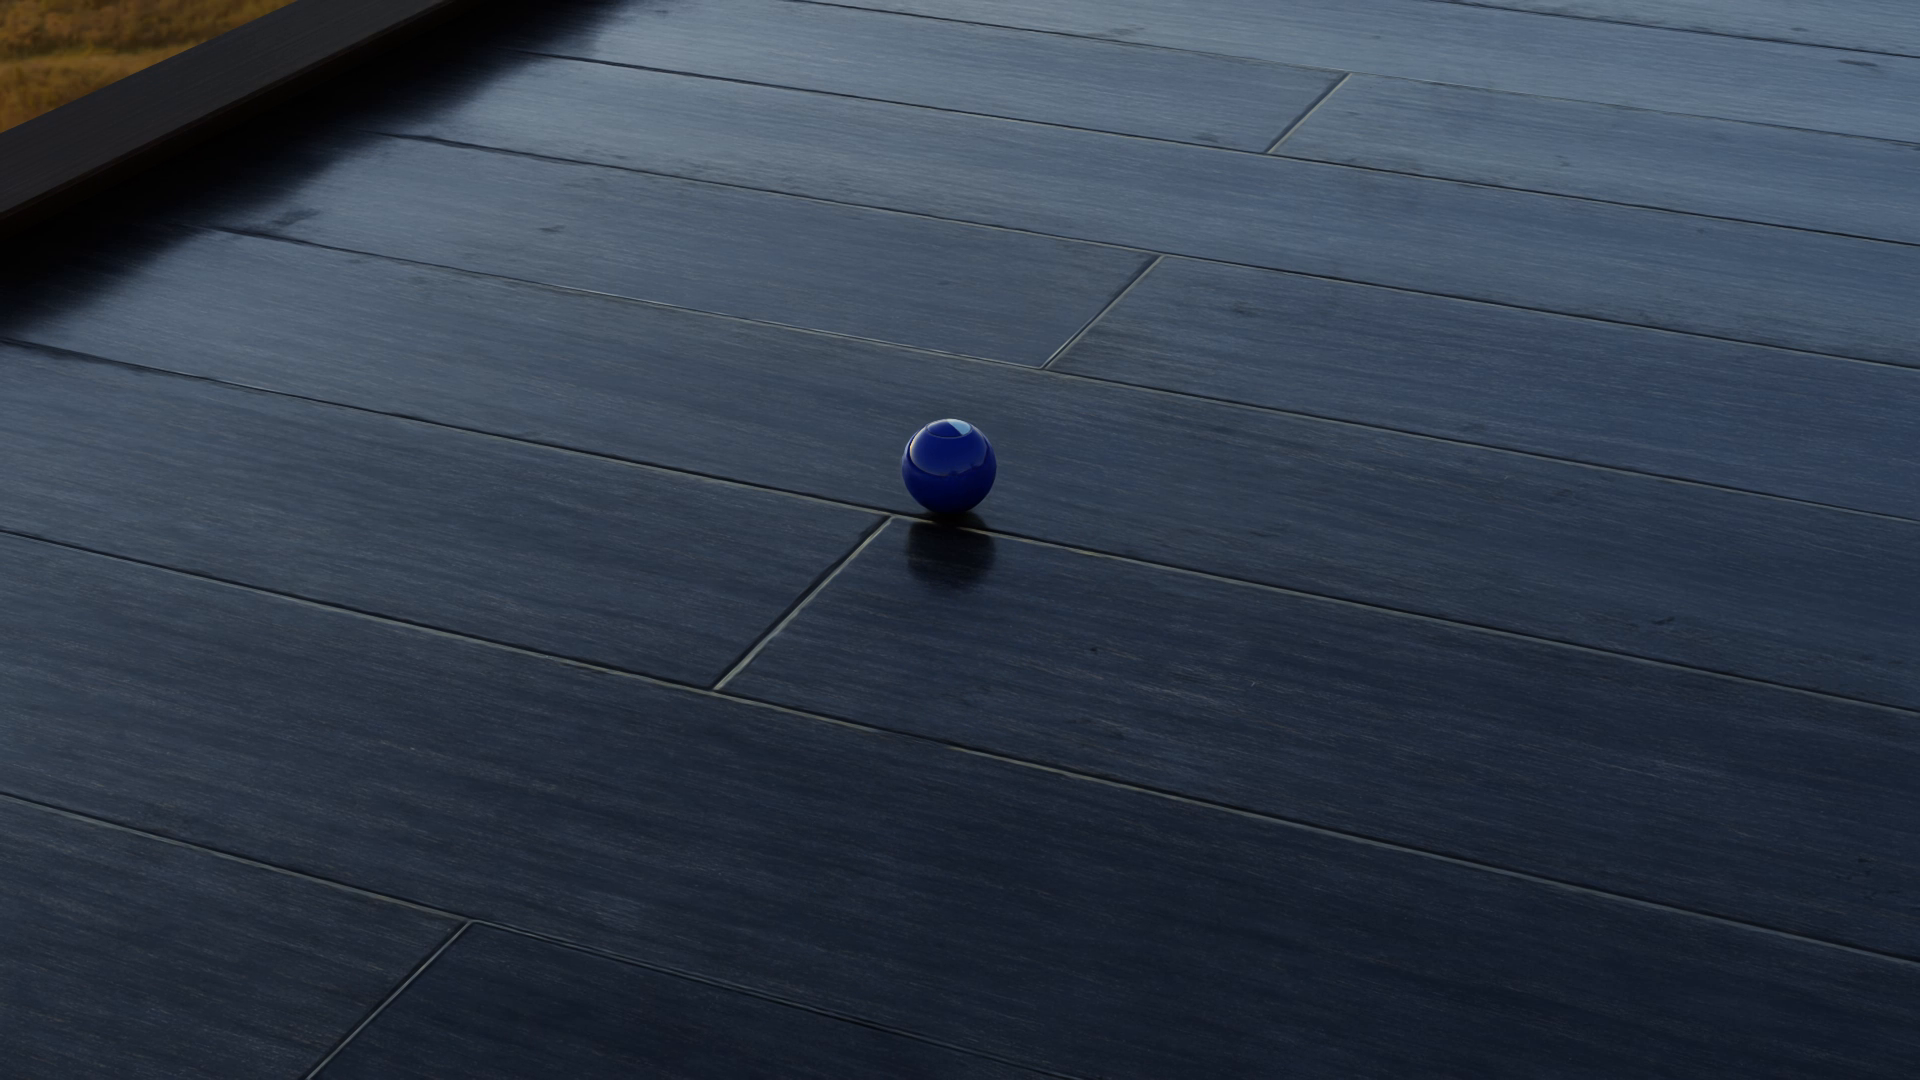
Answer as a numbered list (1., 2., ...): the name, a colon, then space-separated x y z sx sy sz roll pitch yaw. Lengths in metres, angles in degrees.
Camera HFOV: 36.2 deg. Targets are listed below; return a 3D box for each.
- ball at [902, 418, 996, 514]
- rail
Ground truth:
1. ball: -0.007 -0.047 1.867 0.061 0.061 0.061 0 27 0
2. rail: -0.481 -0.527 2.796 0.045 0.082 3.425 11 29 21
